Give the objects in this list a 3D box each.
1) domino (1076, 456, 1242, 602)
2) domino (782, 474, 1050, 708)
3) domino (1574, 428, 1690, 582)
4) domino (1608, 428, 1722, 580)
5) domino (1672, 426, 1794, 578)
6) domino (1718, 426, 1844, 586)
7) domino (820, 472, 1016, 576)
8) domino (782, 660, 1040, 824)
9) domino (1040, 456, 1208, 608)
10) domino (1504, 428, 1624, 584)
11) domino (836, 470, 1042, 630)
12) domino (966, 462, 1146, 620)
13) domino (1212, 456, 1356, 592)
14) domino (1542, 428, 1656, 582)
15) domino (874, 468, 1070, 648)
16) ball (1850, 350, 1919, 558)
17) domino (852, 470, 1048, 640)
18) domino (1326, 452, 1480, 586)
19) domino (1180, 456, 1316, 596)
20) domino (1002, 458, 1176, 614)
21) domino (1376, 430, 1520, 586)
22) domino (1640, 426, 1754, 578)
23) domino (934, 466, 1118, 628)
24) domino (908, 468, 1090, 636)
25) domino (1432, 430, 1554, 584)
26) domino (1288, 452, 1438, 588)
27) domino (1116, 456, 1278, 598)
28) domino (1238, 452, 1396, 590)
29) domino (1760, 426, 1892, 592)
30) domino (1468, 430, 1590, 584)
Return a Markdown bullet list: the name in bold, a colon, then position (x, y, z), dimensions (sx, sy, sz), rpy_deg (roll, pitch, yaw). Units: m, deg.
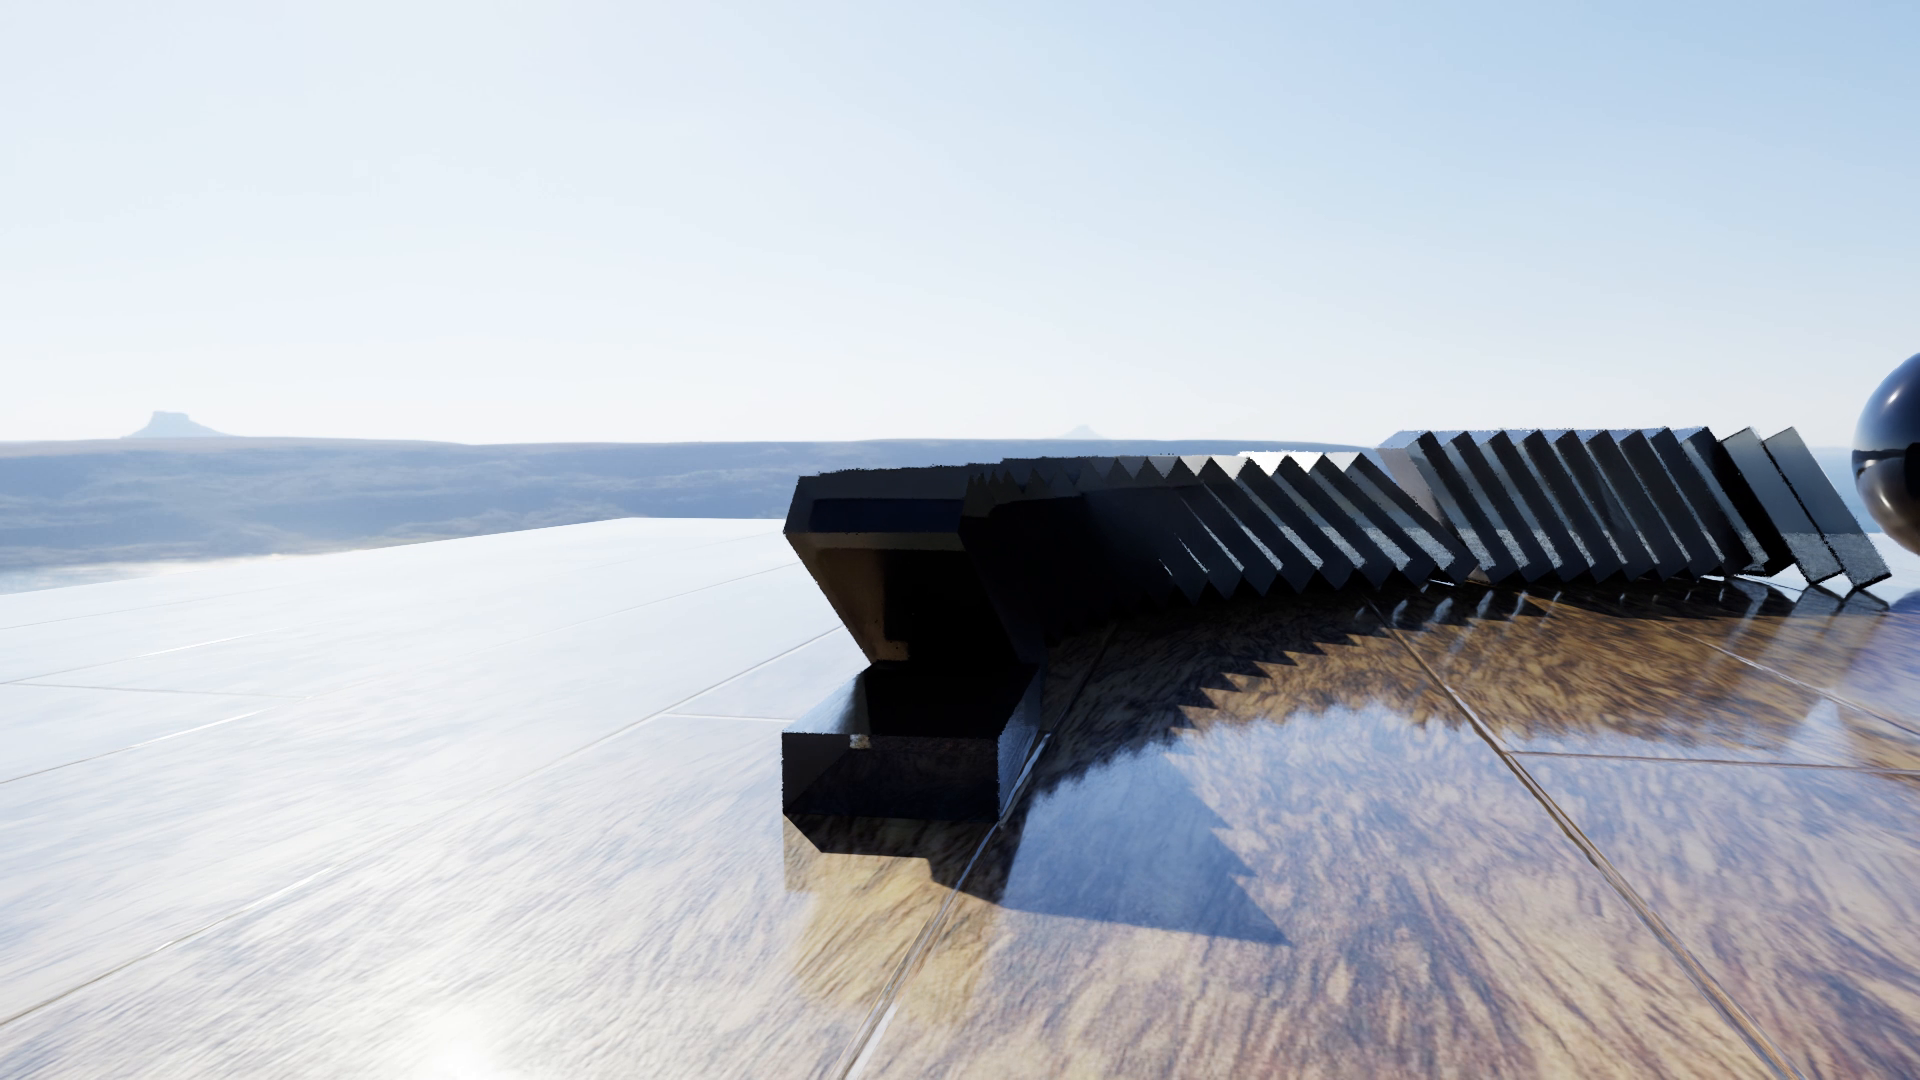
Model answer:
- **domino**: position (0.051, -0.003, 0.341), dimensions (0.025, 0.010, 0.050), rpy_deg (5, -33, 51)
- **domino**: position (-0.005, 0.009, 0.191), dimensions (0.025, 0.009, 0.050), rpy_deg (0, -34, 19)
- **domino**: position (0.207, -0.011, 0.406), dimensions (0.009, 0.050, 0.025), rpy_deg (-33, 4, 1)
- **domino**: position (0.218, -0.012, 0.408), dimensions (0.010, 0.050, 0.025), rpy_deg (-33, 4, 1)
- **domino**: position (0.241, -0.012, 0.408), dimensions (0.010, 0.050, 0.025), rpy_deg (-33, -1, 4)
- **domino**: position (0.253, -0.011, 0.395), dimensions (0.009, 0.050, 0.025), rpy_deg (-34, -15, 32)
- **domino**: position (-0.004, 0.008, 0.208), dimensions (0.025, 0.009, 0.050), rpy_deg (1, -33, 17)
- **domino**: position (-0.004, 0.025, 0.170), dimensions (0.025, 0.009, 0.050), rpy_deg (1, 4, 9)
- **domino**: position (0.041, -0.002, 0.329), dimensions (0.025, 0.009, 0.050), rpy_deg (4, -33, 46)
- **domino**: position (0.184, -0.011, 0.401), dimensions (0.009, 0.050, 0.025), rpy_deg (-33, 4, 1)
- **domino**: position (-0.003, 0.007, 0.224), dimensions (0.025, 0.009, 0.050), rpy_deg (1, -33, 17)
- **domino**: position (0.022, 0.001, 0.303), dimensions (0.025, 0.009, 0.050), rpy_deg (3, -32, 37)
- **domino**: position (0.089, -0.005, 0.371), dimensions (0.050, 0.009, 0.025), rpy_deg (41, -13, -22)
- **domino**: position (0.196, -0.011, 0.404), dimensions (0.009, 0.050, 0.025), rpy_deg (-33, 4, 1)
- **domino**: position (0.002, 0.004, 0.257), dimensions (0.025, 0.009, 0.050), rpy_deg (2, -32, 26)
- **ball**: position (0.331, -0.028, 0.407), dimensions (0.080, 0.080, 0.080), rpy_deg (0, 4, 0)
- **domino**: position (-0.002, 0.006, 0.241), dimensions (0.025, 0.010, 0.050), rpy_deg (2, -33, 23)
- **domino**: position (0.132, -0.007, 0.392), dimensions (0.050, 0.009, 0.025), rpy_deg (41, -1, -7)
- **domino**: position (0.076, -0.004, 0.363), dimensions (0.050, 0.010, 0.025), rpy_deg (42, -15, -24)
- **domino**: position (0.031, -0.001, 0.317), dimensions (0.025, 0.010, 0.050), rpy_deg (4, -34, 41)
- **domino**: position (0.150, -0.010, 0.396), dimensions (0.009, 0.050, 0.025), rpy_deg (-34, 4, 1)
- **domino**: position (0.229, -0.012, 0.411), dimensions (0.009, 0.050, 0.025), rpy_deg (-33, 2, 2)
- **domino**: position (0.014, 0.002, 0.288), dimensions (0.025, 0.009, 0.050), rpy_deg (3, -32, 33)
- **domino**: position (0.007, 0.003, 0.274), dimensions (0.025, 0.010, 0.050), rpy_deg (3, -32, 30)
- **domino**: position (0.161, -0.011, 0.398), dimensions (0.009, 0.050, 0.025), rpy_deg (-34, 4, 1)
- **domino**: position (0.118, -0.006, 0.387), dimensions (0.050, 0.009, 0.025), rpy_deg (41, -4, -12)
- **domino**: position (0.063, -0.003, 0.352), dimensions (0.050, 0.009, 0.025), rpy_deg (44, -20, -29)
- **domino**: position (0.103, -0.006, 0.379), dimensions (0.050, 0.009, 0.025), rpy_deg (42, -10, -17)
- **domino**: position (0.259, -0.010, 0.384), dimensions (0.010, 0.050, 0.025), rpy_deg (-34, -15, 31)
- **domino**: position (0.173, -0.011, 0.399), dimensions (0.009, 0.050, 0.025), rpy_deg (-34, 4, 1)
